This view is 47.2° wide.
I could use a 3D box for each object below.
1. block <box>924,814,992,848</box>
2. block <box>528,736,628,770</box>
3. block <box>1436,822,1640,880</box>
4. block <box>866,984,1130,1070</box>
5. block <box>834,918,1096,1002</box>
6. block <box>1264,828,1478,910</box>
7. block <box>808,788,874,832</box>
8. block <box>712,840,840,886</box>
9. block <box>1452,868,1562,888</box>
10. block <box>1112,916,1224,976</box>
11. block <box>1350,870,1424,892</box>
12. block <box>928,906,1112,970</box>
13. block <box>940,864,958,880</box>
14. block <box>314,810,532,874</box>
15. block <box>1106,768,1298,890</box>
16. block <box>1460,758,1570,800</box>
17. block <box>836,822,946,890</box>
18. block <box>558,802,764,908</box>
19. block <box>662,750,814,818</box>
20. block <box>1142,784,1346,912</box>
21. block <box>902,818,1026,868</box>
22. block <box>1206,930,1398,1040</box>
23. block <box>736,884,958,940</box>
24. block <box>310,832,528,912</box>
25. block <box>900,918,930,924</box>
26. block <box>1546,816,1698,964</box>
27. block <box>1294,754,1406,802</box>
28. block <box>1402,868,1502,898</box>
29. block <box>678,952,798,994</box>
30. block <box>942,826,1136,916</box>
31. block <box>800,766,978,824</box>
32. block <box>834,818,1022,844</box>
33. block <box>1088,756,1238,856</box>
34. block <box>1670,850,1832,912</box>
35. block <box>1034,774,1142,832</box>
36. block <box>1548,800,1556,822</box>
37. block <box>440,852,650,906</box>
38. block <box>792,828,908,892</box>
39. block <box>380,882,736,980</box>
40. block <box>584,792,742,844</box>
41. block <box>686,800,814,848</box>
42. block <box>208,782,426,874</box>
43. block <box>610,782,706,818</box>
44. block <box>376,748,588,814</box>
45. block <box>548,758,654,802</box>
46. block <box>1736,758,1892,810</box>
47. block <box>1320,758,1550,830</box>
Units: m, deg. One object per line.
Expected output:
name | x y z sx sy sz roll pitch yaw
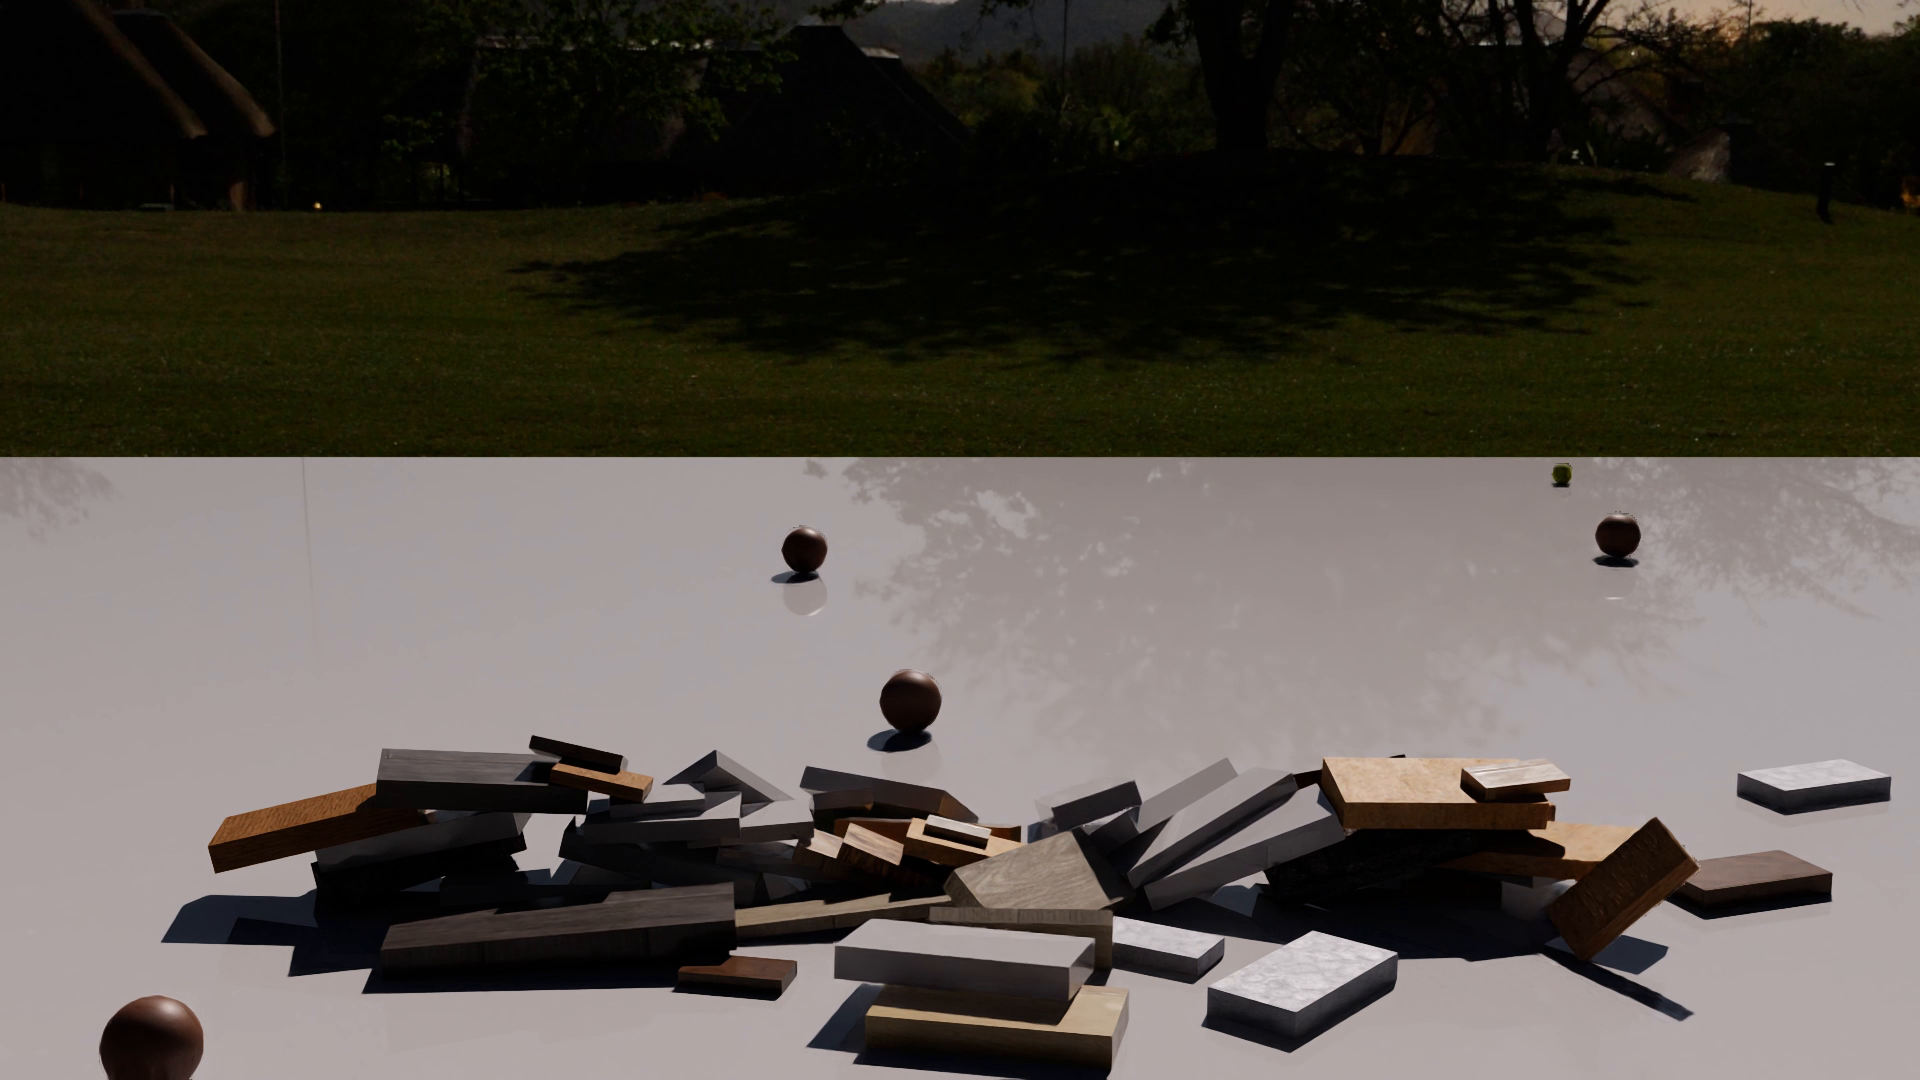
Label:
block | -0.004 0.482 3.646 0.107 0.015 0.054 13 10 4
block | -0.634 0.358 3.662 0.155 0.022 0.077 13 -13 1
block | 0.831 0.504 3.685 0.686 0.036 0.128 0 19 37
block | 0.055 0.672 3.092 0.344 0.049 0.172 2 11 12
block | 0.009 0.606 3.184 0.344 0.049 0.172 2 4 15
block | 0.671 0.508 3.657 0.335 0.047 0.167 -17 21 0
block | -0.218 0.481 3.899 0.103 0.029 0.206 -5 -18 -11
block | -0.310 0.529 3.697 0.210 0.030 0.105 12 11 -13
block | 0.875 0.529 3.793 0.154 0.044 0.386 -4 7 -39
block | 0.293 0.625 3.398 0.206 0.029 0.103 6 12 29
block | 0.690 0.559 3.696 0.157 0.022 0.078 -9 10 -10
block | 0.093 0.602 3.319 0.274 0.103 0.029 1 39 3
block | 0.078 0.554 3.651 0.213 0.030 0.107 11 11 -9
block | -0.889 0.477 3.681 0.335 0.047 0.167 -11 11 3
block | 0.396 0.482 3.699 0.364 0.032 0.113 -27 12 -26
block | 0.912 0.393 3.611 0.157 0.022 0.078 -4 21 -17
block | -0.095 0.539 3.643 0.213 0.030 0.107 23 11 -1
block | -0.493 0.524 3.679 0.325 0.046 0.162 15 11 0
block | -0.377 0.453 3.756 0.123 0.247 0.035 -33 42 21
block | 0.460 0.509 3.655 0.335 0.047 0.167 -21 10 2
block | 0.017 0.513 3.634 0.213 0.030 0.107 13 10 3
block | 0.506 0.650 3.230 0.147 0.042 0.293 9 14 39
block | -0.166 0.593 3.519 0.389 0.023 0.081 -5 10 -9
block | -0.905 0.529 3.678 0.325 0.046 0.162 -16 12 -23
block | -0.074 0.608 3.531 0.107 0.015 0.054 2 11 10
block | 1.015 0.537 3.379 0.032 0.225 0.113 40 14 -24
block | 0.664 0.459 4.062 0.308 0.044 0.154 -6 -18 -30
block | 0.824 0.575 3.691 0.157 0.022 0.078 1 11 6
block | -0.332 0.648 3.292 0.161 0.023 0.081 2 11 12
block | 0.130 0.559 3.503 0.301 0.043 0.151 -11 50 -45
block | -0.128 0.474 3.972 0.293 0.042 0.147 6 -23 30
block | -0.054 0.509 3.796 0.302 0.043 0.151 2 -5 9
block | 0.338 0.480 3.854 0.151 0.043 0.461 -36 -11 27
block | 1.311 0.569 3.681 0.256 0.036 0.128 -4 11 -20
block | 0.220 0.459 3.855 0.147 0.042 0.415 -18 -4 -3
block | 0.975 0.475 4.019 0.154 0.044 0.308 5 3 2
block | -0.686 0.569 3.658 0.325 0.046 0.162 0 11 -2
block | -0.172 0.540 3.674 0.210 0.030 0.105 19 11 -1
block | -0.612 0.602 3.398 0.528 0.049 0.172 -4 11 -6
block | -0.487 0.457 3.625 0.251 0.035 0.123 -2 14 -4
block | -0.355 0.474 3.679 0.210 0.030 0.105 -4 14 -10
block | -1.060 0.467 3.654 0.335 0.047 0.167 -13 11 -6
block | -0.499 0.429 3.623 0.155 0.022 0.077 -3 14 -8
block | -0.788 0.399 3.633 0.335 0.047 0.167 4 11 -12
block | -0.587 0.392 3.603 0.155 0.022 0.077 12 10 2
block | 1.641 0.468 4.226 0.257 0.036 0.128 -4 11 -21
block | 0.781 0.418 3.631 0.335 0.047 0.167 1 20 -4
